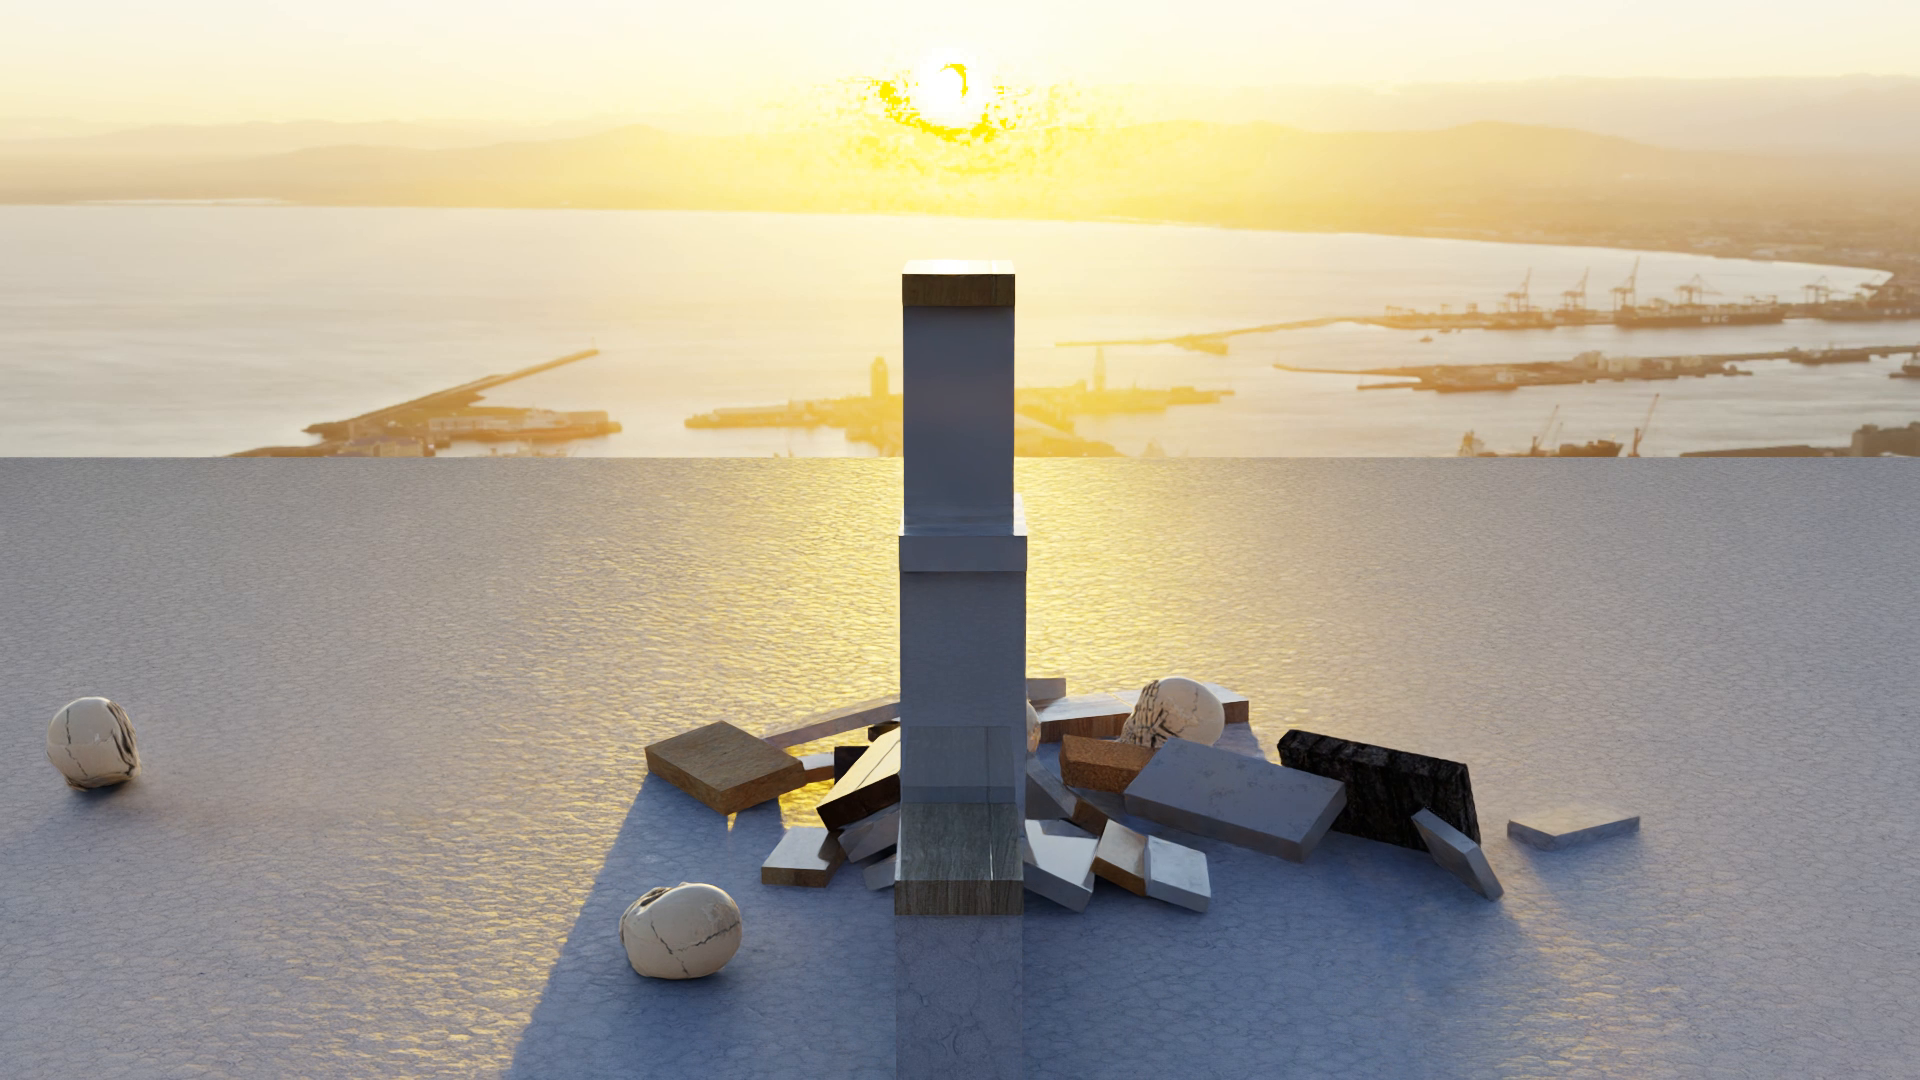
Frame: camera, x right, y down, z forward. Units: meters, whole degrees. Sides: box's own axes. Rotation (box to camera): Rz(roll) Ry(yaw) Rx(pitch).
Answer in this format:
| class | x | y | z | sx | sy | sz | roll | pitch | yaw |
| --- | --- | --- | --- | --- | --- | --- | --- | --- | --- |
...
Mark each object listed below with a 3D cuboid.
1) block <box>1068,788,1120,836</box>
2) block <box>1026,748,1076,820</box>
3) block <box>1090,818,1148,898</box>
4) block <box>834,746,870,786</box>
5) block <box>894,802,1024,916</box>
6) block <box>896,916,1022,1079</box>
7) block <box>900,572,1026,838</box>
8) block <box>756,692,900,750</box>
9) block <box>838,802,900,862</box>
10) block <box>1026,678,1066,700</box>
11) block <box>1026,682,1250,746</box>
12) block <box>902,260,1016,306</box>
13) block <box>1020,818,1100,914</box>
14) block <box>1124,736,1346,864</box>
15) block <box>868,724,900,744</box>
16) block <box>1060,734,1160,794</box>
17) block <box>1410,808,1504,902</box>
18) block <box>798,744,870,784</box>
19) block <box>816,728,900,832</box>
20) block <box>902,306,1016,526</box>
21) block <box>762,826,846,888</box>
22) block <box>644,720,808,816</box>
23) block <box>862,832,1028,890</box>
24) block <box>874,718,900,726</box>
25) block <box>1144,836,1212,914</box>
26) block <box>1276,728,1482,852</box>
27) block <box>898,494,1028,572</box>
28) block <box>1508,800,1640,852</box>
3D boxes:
| class | x | y | z | sx | sy | sz | roll | pitch | yaw |
| --- | --- | --- | --- | --- | --- | --- | --- | --- | --- |
| block | 0.178 | 0.467 | 4.015 | 0.143 | 0.041 | 0.286 | 33 | -3 | -23 |
| block | 0.073 | 0.386 | 3.650 | 0.130 | 0.037 | 0.259 | -8 | -39 | 33 |
| block | 0.283 | 0.541 | 3.748 | 0.102 | 0.029 | 0.204 | 26 | 14 | 4 |
| block | -0.144 | 0.444 | 4.213 | 0.193 | 0.096 | 0.027 | 0 | -32 | -2 |
| block | -0.001 | 0.406 | 2.824 | 0.157 | 0.044 | 0.313 | 0 | 11 | 0 |
| block | -0.001 | 0.601 | 2.754 | 0.157 | 0.313 | 0.044 | 0 | 11 | 0 |
| block | 0.004 | 0.218 | 3.011 | 0.171 | 0.380 | 0.049 | 0 | 11 | 0 |
| block | -0.253 | 0.370 | 4.490 | 0.331 | 0.031 | 0.110 | -16 | 7 | 14 |
| block | -0.073 | 0.449 | 3.972 | 0.175 | 0.050 | 0.403 | -27 | 7 | 22 |
| block | 0.078 | 0.321 | 4.748 | 0.166 | 0.047 | 0.333 | -2 | -4 | 31 |
| block | 0.334 | 0.372 | 4.715 | 0.553 | 0.047 | 0.167 | -4 | 11 | -21 |
| block | -0.001 | -0.357 | 3.044 | 0.150 | 0.042 | 0.300 | 0 | 11 | 0 |
| block | 0.157 | 0.534 | 3.710 | 0.143 | 0.041 | 0.286 | 25 | 12 | 1 |
| block | 0.493 | 0.464 | 3.955 | 0.354 | 0.050 | 0.177 | 13 | 39 | 33 |
| block | -0.113 | 0.402 | 4.358 | 0.089 | 0.025 | 0.177 | -4 | 12 | -21 |
| block | 0.371 | 0.443 | 4.180 | 0.354 | 0.050 | 0.177 | 9 | 10 | -2 |
| block | 0.838 | 0.530 | 3.711 | 0.029 | 0.102 | 0.204 | -33 | 16 | -6 |
| block | -0.269 | 0.443 | 4.291 | 0.193 | 0.027 | 0.096 | -10 | 11 | 0 |
| block | -0.121 | 0.412 | 4.016 | 0.175 | 0.050 | 0.350 | -25 | 7 | 23 |
| block | -0.002 | -0.171 | 2.978 | 0.150 | 0.300 | 0.042 | 0 | 11 | 0 |
| block | -0.263 | 0.548 | 3.810 | 0.110 | 0.031 | 0.221 | 2 | 11 | 9 |
| block | -0.458 | 0.438 | 4.265 | 0.175 | 0.050 | 0.350 | -18 | 18 | -28 |
| block | -0.026 | 0.522 | 3.653 | 0.259 | 0.037 | 0.130 | -21 | -2 | 38 |
| block | -0.112 | 0.364 | 4.557 | 0.089 | 0.025 | 0.177 | 3 | 11 | 13 |
| block | 0.361 | 0.557 | 3.670 | 0.102 | 0.029 | 0.204 | 17 | 13 | 0 |
| block | 0.743 | 0.452 | 3.914 | 0.354 | 0.177 | 0.050 | 9 | 37 | 40 |
| block | 0.004 | -0.014 | 3.085 | 0.171 | 0.049 | 0.343 | 0 | 11 | 0 |
| block | 1.110 | 0.517 | 3.977 | 0.221 | 0.031 | 0.110 | -7 | 12 | -31 |
